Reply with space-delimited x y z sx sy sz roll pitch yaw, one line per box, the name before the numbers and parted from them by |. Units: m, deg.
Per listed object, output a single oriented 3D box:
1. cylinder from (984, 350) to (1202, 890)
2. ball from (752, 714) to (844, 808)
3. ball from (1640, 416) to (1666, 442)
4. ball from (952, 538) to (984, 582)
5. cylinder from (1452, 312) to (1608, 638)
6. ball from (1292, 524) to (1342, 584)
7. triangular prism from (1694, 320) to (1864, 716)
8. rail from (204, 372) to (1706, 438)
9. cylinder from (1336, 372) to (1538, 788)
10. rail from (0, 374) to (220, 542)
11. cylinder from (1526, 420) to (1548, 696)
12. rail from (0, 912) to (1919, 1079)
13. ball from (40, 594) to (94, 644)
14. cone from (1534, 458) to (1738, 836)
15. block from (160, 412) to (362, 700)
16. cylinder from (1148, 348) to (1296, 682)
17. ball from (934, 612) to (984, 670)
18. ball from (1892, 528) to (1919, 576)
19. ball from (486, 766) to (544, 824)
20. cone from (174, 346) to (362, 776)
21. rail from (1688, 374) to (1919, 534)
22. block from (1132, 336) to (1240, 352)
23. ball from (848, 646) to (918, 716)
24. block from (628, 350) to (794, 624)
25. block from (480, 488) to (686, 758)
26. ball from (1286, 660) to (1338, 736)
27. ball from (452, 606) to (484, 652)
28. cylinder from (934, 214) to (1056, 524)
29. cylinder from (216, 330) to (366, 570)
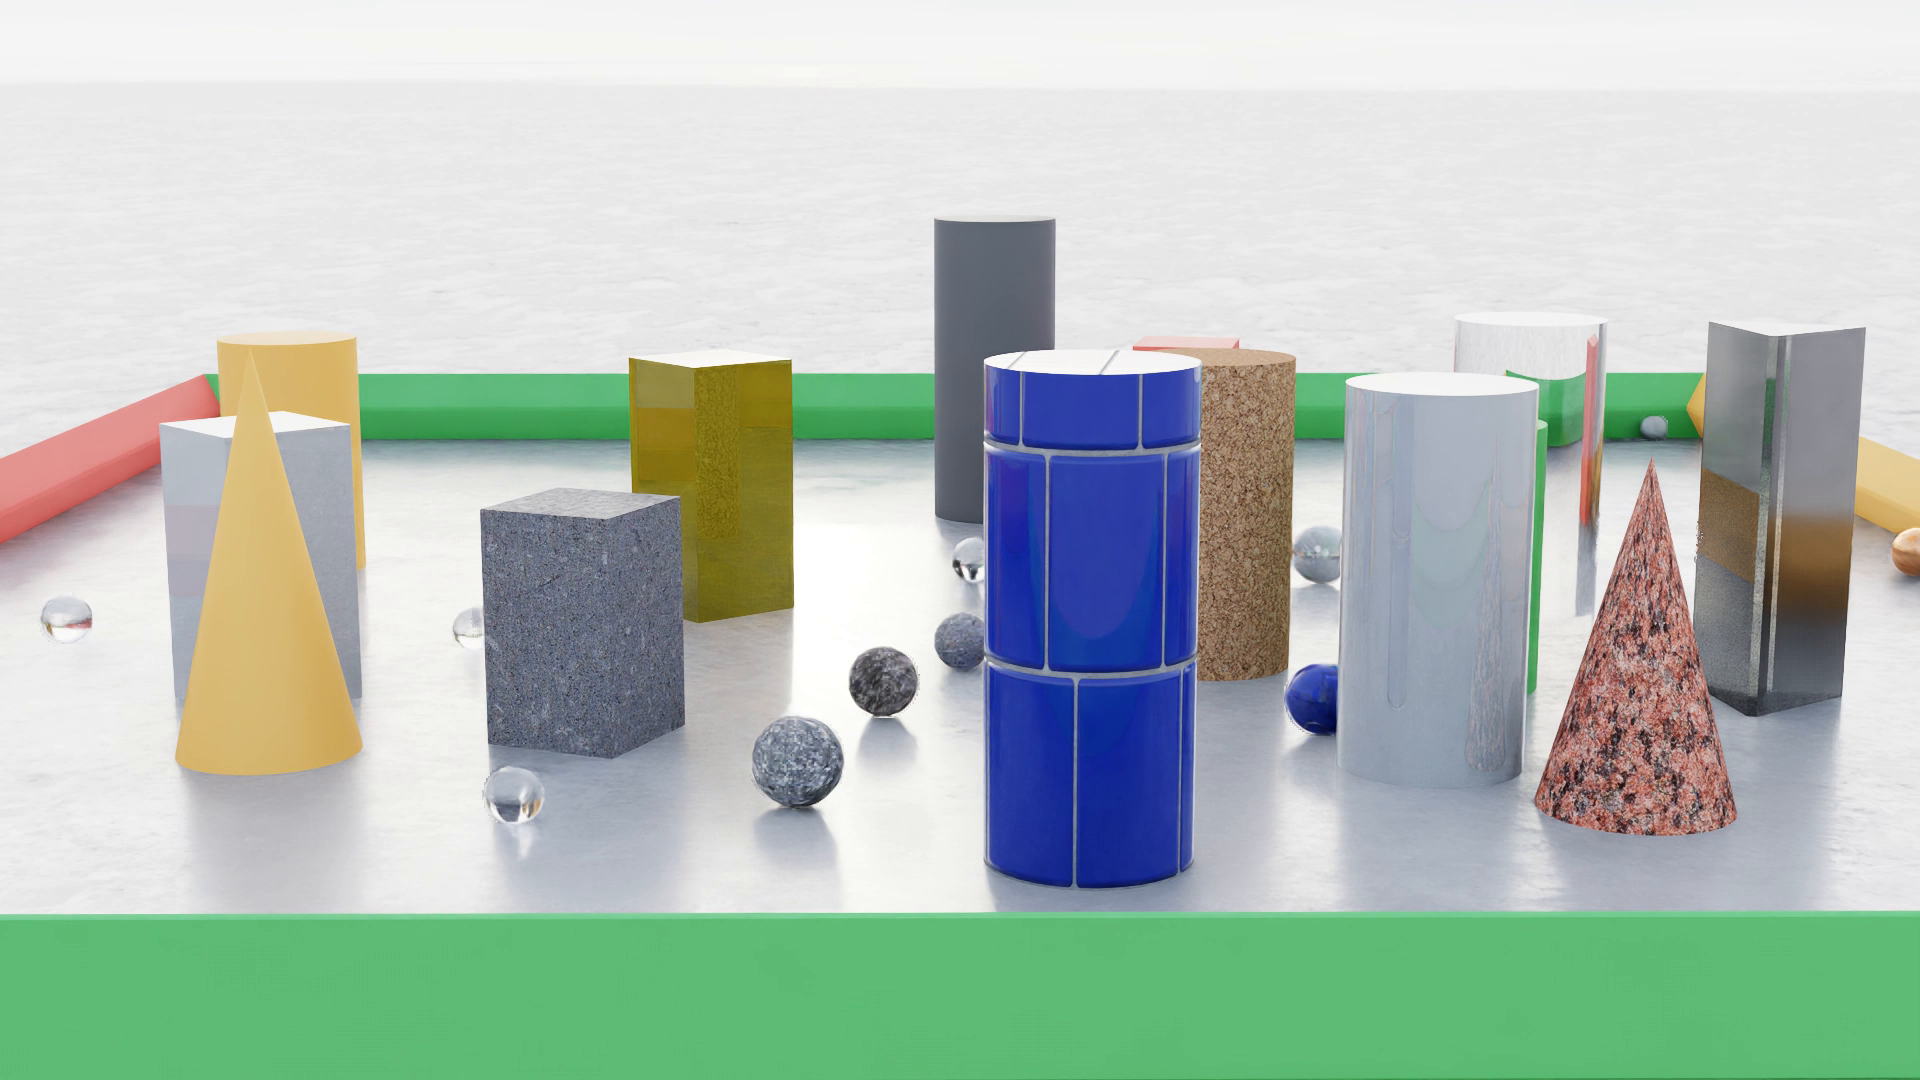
cylinder | 0.119 0.068 2.344 0.196 0.463 0.196 0 11 0
ball | -0.161 0.219 2.545 0.092 0.092 0.092 0 11 0
ball | 1.355 -0.218 5.013 0.051 0.051 0.051 0 11 0
ball | 0.020 0.028 3.651 0.065 0.065 0.065 0 11 0
cylinder | 0.740 -0.089 3.361 0.196 0.401 0.196 0 11 0
ball | 0.512 0.019 3.639 0.086 0.086 0.086 0 11 0
triangular prism | 0.918 -0.032 2.969 0.170 0.432 0.147 -8 13 -36
rail | -0.009 -0.261 5.030 2.952 0.127 0.045 0 11 0
cylinder | 0.495 0.037 2.673 0.196 0.403 0.196 0 11 0
rail | -1.452 0.034 3.441 0.045 0.127 3.264 0 11 0
cylinder | 0.588 0.016 3.034 0.196 0.313 0.196 0 11 0
rail | 0.009 0.326 1.868 2.952 0.127 0.045 0 11 0
ball | -1.136 0.101 3.264 0.063 0.063 0.063 0 11 0
cone | 0.671 0.091 2.518 0.196 0.353 0.196 0 11 0
block | -0.807 0.025 2.966 0.157 0.321 0.157 -10 14 -42
cylinder | 0.307 -0.035 3.130 0.196 0.379 0.196 0 11 0
ball | 0.003 0.123 3.125 0.069 0.069 0.069 0 11 0
ball | 1.378 0.017 3.695 0.070 0.070 0.070 0 11 0
ball | -0.432 0.247 2.490 0.057 0.057 0.057 0 11 0
cone | -0.742 0.011 2.719 0.196 0.437 0.196 0 11 0
rail | 1.452 0.031 3.457 0.045 0.127 3.264 0 11 0
block | 0.363 -0.176 4.138 0.157 0.288 0.157 2 11 10
ball | -0.087 0.160 2.900 0.080 0.080 0.080 0 11 0
block | -0.335 -0.077 3.463 0.157 0.339 0.157 -9 14 -39
block | -0.410 0.087 2.802 0.157 0.259 0.157 4 11 23
ball | 0.400 0.174 2.820 0.081 0.081 0.081 0 11 0
ball | -0.609 0.112 3.224 0.056 0.056 0.056 0 11 0
cylinder | 0.056 -0.280 4.169 0.196 0.482 0.196 0 11 0
cylinder | -0.971 -0.126 3.733 0.196 0.338 0.196 0 11 0
